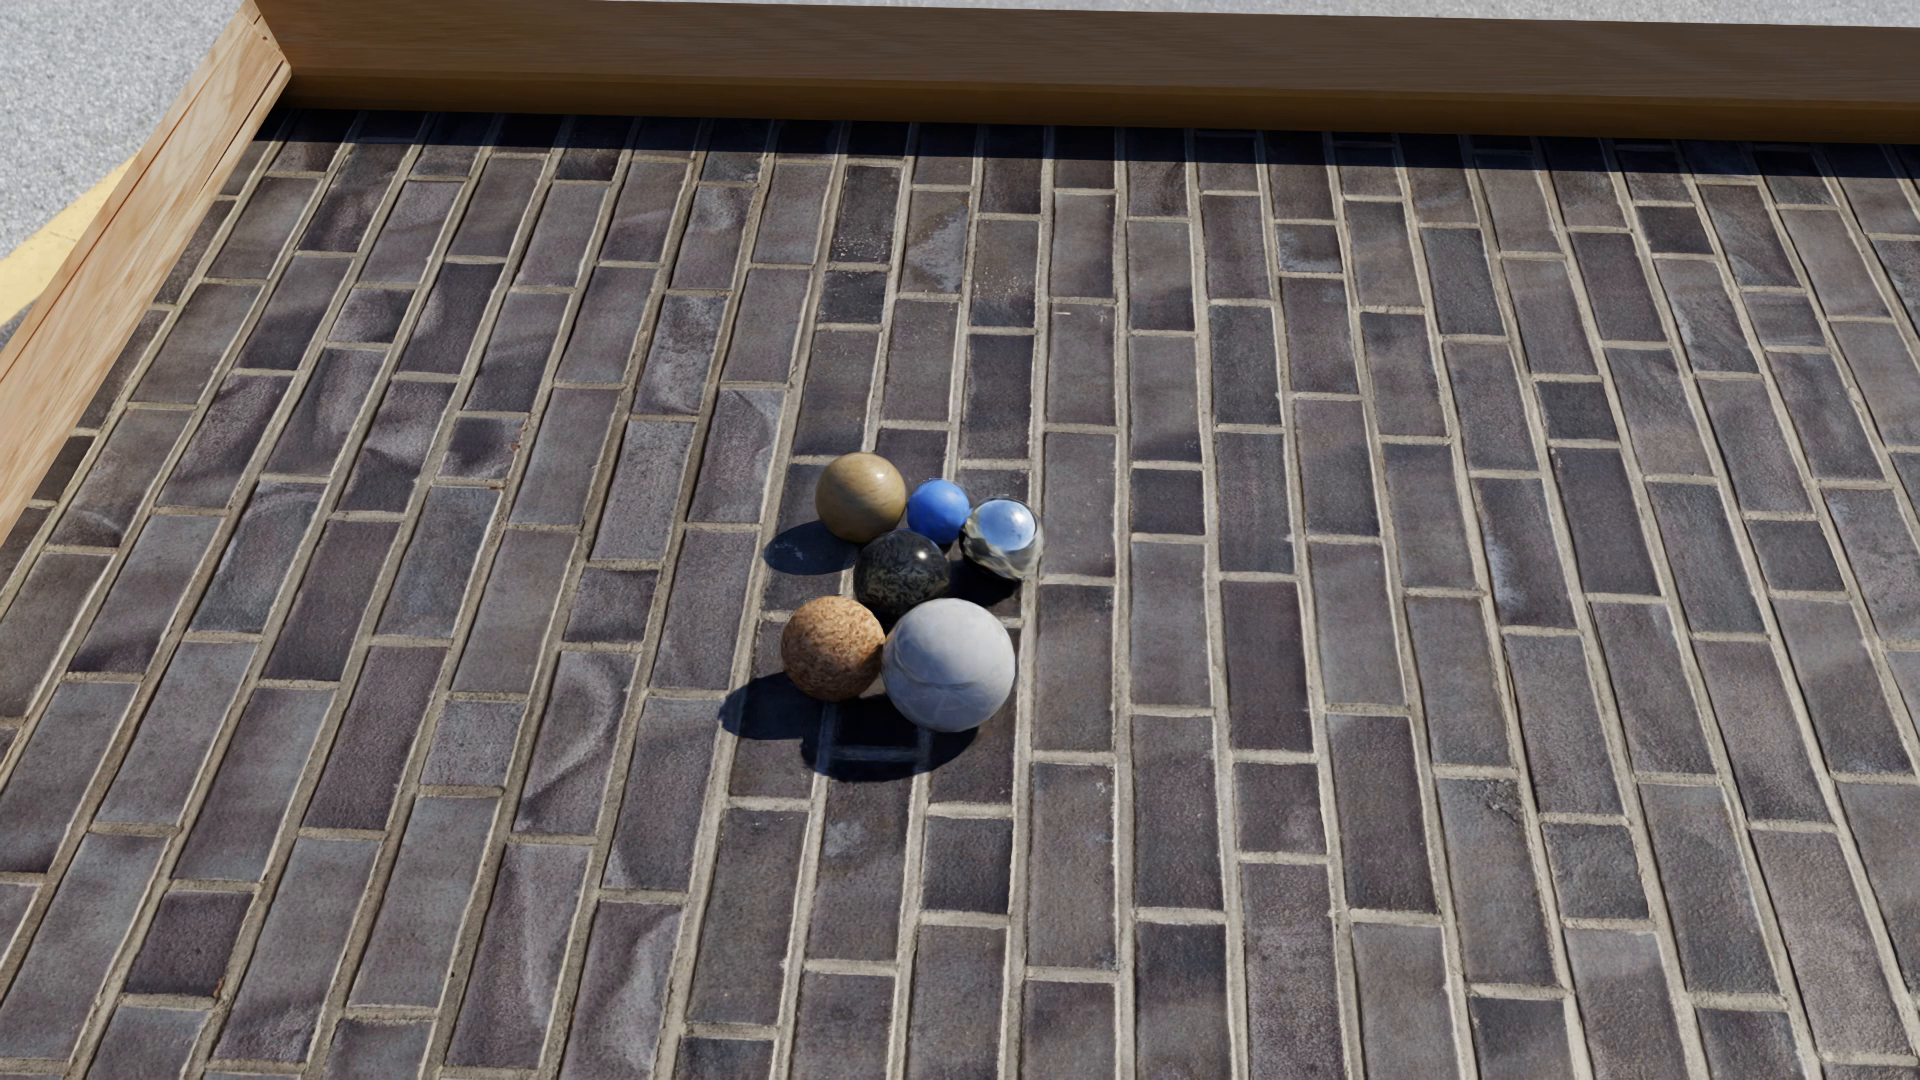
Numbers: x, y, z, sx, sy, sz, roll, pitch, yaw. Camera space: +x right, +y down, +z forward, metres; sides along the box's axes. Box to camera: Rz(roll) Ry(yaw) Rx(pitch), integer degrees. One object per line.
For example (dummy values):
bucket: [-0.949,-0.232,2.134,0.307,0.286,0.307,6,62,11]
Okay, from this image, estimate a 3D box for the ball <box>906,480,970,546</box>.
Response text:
ball: [-0.016,-0.020,1.905,0.048,0.048,0.048,0,35,0]

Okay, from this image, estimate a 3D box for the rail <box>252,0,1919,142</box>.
rail: [0.757,-0.420,2.412,2.884,0.118,0.045,2,35,2]

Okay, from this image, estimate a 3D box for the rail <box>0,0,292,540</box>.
rail: [-0.696,-0.043,1.875,0.045,0.118,1.504,2,35,2]

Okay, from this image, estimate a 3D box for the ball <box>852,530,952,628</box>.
ball: [-0.041,0.028,1.817,0.070,0.070,0.070,0,35,0]

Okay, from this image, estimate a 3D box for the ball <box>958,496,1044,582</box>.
ball: [0.030,0.000,1.864,0.063,0.063,0.063,0,35,0]

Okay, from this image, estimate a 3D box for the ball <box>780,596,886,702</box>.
ball: [-0.086,0.074,1.750,0.072,0.072,0.072,0,35,0]

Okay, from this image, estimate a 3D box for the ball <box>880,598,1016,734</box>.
ball: [-0.008,0.084,1.720,0.091,0.091,0.091,0,35,0]

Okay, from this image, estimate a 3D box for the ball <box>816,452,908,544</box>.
ball: [-0.073,-0.031,1.903,0.068,0.068,0.068,0,35,0]
